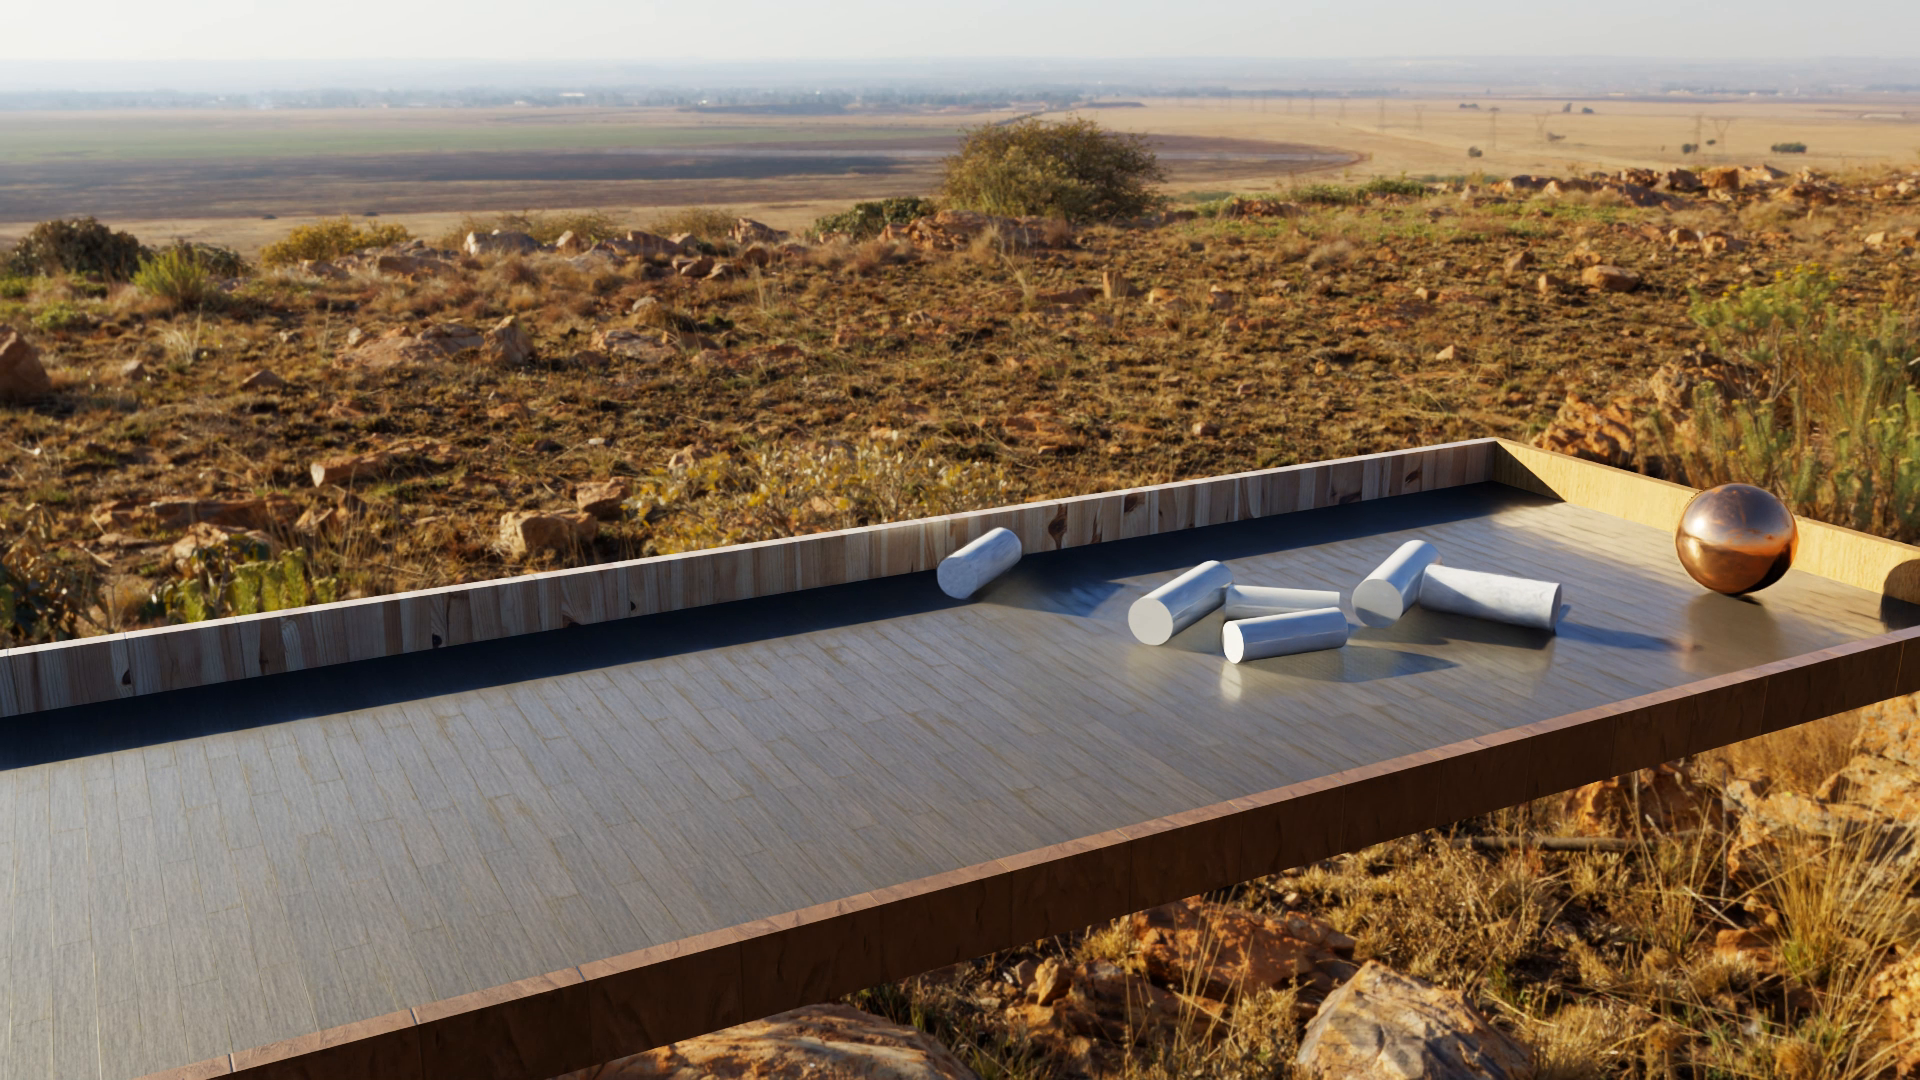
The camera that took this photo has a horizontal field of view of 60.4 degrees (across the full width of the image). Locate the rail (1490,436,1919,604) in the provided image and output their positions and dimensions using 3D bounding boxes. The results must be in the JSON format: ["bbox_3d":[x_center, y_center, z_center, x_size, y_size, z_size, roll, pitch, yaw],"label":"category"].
[{"bbox_3d":[2.466,-0.048,5.253,0.050,0.150,2.100,-9,18,-27],"label":"rail"}]

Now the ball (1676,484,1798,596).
[{"bbox_3d":[2.253,-0.002,4.788,0.324,0.324,0.324,0,16,0],"label":"ball"}]

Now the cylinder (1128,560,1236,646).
[{"bbox_3d":[0.616,0.170,4.541,0.133,0.133,0.397,11,19,32],"label":"cylinder"}]

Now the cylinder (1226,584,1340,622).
[{"bbox_3d":[0.889,0.184,4.551,0.302,0.100,0.100,4,17,12],"label":"cylinder"}]

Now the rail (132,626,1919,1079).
[{"bbox_3d":[-2.336,1.006,1.665,12.000,0.150,0.050,-9,18,-27],"label":"rail"}]

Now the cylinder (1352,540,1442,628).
[{"bbox_3d":[1.248,0.122,4.689,0.143,0.143,0.425,9,19,28],"label":"cylinder"}]

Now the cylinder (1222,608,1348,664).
[{"bbox_3d":[0.851,0.248,4.317,0.314,0.109,0.109,-6,17,-20],"label":"cylinder"}]

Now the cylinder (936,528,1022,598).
[{"bbox_3d":[0.061,0.067,4.900,0.128,0.128,0.330,8,18,24],"label":"cylinder"}]

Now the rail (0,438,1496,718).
[{"bbox_3d":[-3.305,0.497,3.399,12.000,0.150,0.050,-9,18,-27],"label":"rail"}]

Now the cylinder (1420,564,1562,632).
[{"bbox_3d":[1.472,0.159,4.583,0.354,0.130,0.130,10,19,30],"label":"cylinder"}]
